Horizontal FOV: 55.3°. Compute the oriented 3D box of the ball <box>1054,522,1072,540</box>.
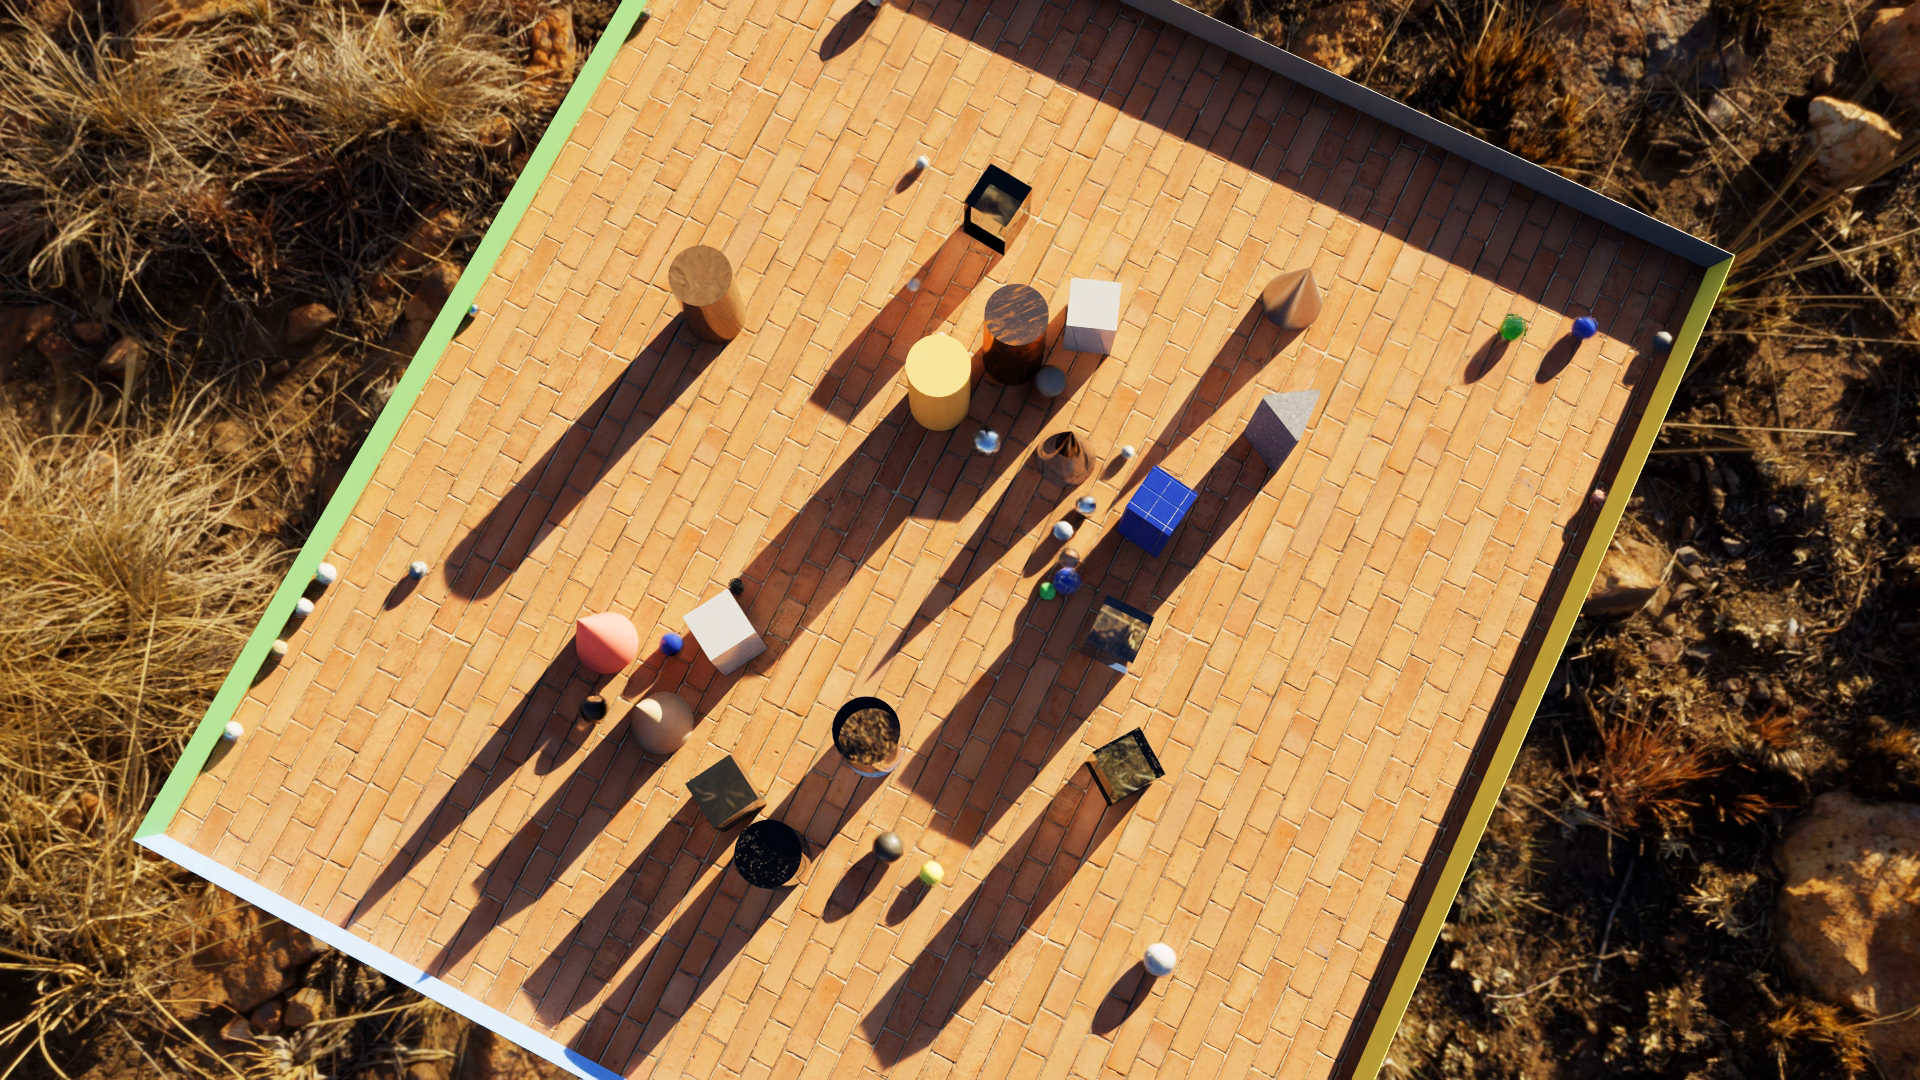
[{"bbox_3d":[0.314,-0.027,5.591,0.060,0.060,0.060,0,78,0],"label":"ball"}]

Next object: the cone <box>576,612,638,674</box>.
[{"bbox_3d":[-1.069,0.266,5.333,0.189,0.446,0.189,0,78,0],"label":"cone"}]

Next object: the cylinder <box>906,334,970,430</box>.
[{"bbox_3d":[-0.063,-0.470,5.520,0.189,0.378,0.189,0,78,0],"label":"cylinder"}]

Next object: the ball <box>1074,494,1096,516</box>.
[{"bbox_3d":[0.384,-0.106,5.605,0.066,0.066,0.066,0,78,0],"label":"ball"}]

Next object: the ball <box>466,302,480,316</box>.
[{"bbox_3d":[-1.526,-0.722,5.743,0.044,0.044,0.044,0,78,0],"label":"ball"}]

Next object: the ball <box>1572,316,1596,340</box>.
[{"bbox_3d":[1.945,-0.659,5.716,0.072,0.072,0.072,0,78,0],"label":"ball"}]

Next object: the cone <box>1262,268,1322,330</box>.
[{"bbox_3d":[1.046,-0.783,5.620,0.189,0.310,0.189,0,78,0],"label":"cone"}]

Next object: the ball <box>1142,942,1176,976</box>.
[{"bbox_3d":[0.577,1.217,5.317,0.094,0.094,0.094,0,78,0],"label":"ball"}]

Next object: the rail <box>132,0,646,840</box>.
[{"bbox_3d":[-1.542,-0.748,5.707,0.045,0.123,3.746,26,80,5],"label":"rail"}]

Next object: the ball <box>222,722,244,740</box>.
[{"bbox_3d":[-2.171,0.570,5.469,0.058,0.058,0.058,0,78,0],"label":"ball"}]

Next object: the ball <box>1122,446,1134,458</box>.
[{"bbox_3d":[0.517,-0.271,5.652,0.040,0.040,0.040,0,78,0],"label":"ball"}]

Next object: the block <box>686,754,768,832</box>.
[{"bbox_3d":[-0.677,0.739,5.334,0.151,0.254,0.151,-33,80,-7],"label":"block"}]

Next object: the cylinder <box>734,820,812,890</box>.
[{"bbox_3d":[-0.533,0.906,5.255,0.189,0.341,0.189,0,78,0],"label":"cylinder"}]

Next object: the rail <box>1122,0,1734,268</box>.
[{"bbox_3d":[0.827,-1.613,5.886,3.495,0.123,0.045,26,80,5],"label":"rail"}]

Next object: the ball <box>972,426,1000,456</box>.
[{"bbox_3d":[0.080,-0.302,5.632,0.091,0.091,0.091,0,78,0],"label":"ball"}]

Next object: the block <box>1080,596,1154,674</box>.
[{"bbox_3d":[0.465,0.283,5.439,0.151,0.233,0.151,25,79,5],"label":"block"}]

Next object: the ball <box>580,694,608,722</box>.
[{"bbox_3d":[-1.093,0.501,5.469,0.086,0.086,0.086,0,78,0],"label":"ball"}]

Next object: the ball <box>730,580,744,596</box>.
[{"bbox_3d":[-0.677,0.145,5.563,0.045,0.045,0.045,0,78,0],"label":"ball"}]

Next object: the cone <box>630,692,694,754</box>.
[{"bbox_3d":[-0.894,0.503,5.279,0.189,0.457,0.189,0,78,0],"label":"cone"}]

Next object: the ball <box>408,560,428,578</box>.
[{"bbox_3d":[-1.648,0.090,5.570,0.054,0.054,0.054,0,78,0],"label":"ball"}]

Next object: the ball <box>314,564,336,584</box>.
[{"bbox_3d":[-1.925,0.102,5.563,0.064,0.064,0.064,0,78,0],"label":"ball"}]

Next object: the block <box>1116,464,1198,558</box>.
[{"bbox_3d":[0.584,-0.081,5.460,0.151,0.340,0.151,35,80,7],"label":"block"}]

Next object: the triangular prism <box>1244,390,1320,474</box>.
[{"bbox_3d":[0.983,-0.351,5.487,0.142,0.396,0.164,-35,80,-7],"label":"triangular prism"}]

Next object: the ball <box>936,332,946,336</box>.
[{"bbox_3d":[-0.062,-0.622,5.718,0.054,0.054,0.054,0,78,0],"label":"ball"}]

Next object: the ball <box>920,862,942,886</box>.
[{"bbox_3d":[-0.083,0.979,5.380,0.067,0.067,0.067,0,78,0],"label":"ball"}]

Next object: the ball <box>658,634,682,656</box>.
[{"bbox_3d":[-0.872,0.315,5.516,0.069,0.069,0.069,0,78,0],"label":"ball"}]

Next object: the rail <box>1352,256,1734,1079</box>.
[{"bbox_3d":[1.542,0.761,5.395,0.045,0.123,3.746,26,80,5],"label":"rail"}]

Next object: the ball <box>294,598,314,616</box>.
[{"bbox_3d":[-1.987,0.204,5.546,0.055,0.055,0.055,0,78,0],"label":"ball"}]

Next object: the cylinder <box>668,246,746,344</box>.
[{"bbox_3d":[-0.766,-0.743,5.584,0.189,0.364,0.189,0,78,0],"label":"cylinder"}]

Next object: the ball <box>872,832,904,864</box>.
[{"bbox_3d":[-0.209,0.903,5.382,0.094,0.094,0.094,0,78,0],"label":"ball"}]

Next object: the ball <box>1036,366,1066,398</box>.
[{"bbox_3d":[0.280,-0.489,5.669,0.095,0.095,0.095,0,78,0],"label":"ball"}]

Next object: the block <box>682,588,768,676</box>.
[{"bbox_3d":[-0.688,0.275,5.391,0.151,0.330,0.151,-33,80,-6],"label":"block"}]

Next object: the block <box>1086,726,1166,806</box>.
[{"bbox_3d":[0.474,0.660,5.307,0.151,0.338,0.151,-28,80,-5],"label":"block"}]

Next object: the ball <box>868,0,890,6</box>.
[{"bbox_3d":[-0.264,-1.777,5.936,0.094,0.094,0.094,0,78,0],"label":"ball"}]

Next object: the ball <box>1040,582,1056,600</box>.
[{"bbox_3d":[0.267,0.155,5.558,0.052,0.052,0.052,0,78,0],"label":"ball"}]

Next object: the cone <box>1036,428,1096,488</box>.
[{"bbox_3d":[0.327,-0.287,5.514,0.189,0.317,0.189,0,78,0],"label":"cone"}]

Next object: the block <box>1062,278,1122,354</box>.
[{"bbox_3d":[0.403,-0.686,5.636,0.151,0.240,0.151,6,78,1],"label":"block"}]

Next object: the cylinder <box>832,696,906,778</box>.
[{"bbox_3d":[-0.258,0.570,5.269,0.189,0.450,0.189,0,78,0],"label":"cylinder"}]

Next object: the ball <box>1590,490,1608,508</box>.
[{"bbox_3d":[1.959,-0.124,5.614,0.056,0.056,0.056,0,78,0],"label":"ball"}]

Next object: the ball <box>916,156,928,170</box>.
[{"bbox_3d":[-0.122,-1.202,5.844,0.042,0.042,0.042,0,78,0],"label":"ball"}]

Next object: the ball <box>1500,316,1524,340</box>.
[{"bbox_3d":[1.722,-0.660,5.715,0.074,0.074,0.074,0,78,0],"label":"ball"}]

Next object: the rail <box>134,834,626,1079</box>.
[{"bbox_3d":[-0.827,1.626,5.216,3.495,0.123,0.045,26,80,5],"label":"rail"}]

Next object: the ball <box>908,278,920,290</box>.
[{"bbox_3d":[-0.144,-0.805,5.762,0.042,0.042,0.042,0,78,0],"label":"ball"}]

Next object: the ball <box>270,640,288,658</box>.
[{"bbox_3d":[-2.052,0.329,5.521,0.054,0.054,0.054,0,78,0],"label":"ball"}]

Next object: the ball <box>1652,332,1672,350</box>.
[{"bbox_3d":[2.190,-0.620,5.714,0.060,0.060,0.060,0,78,0],"label":"ball"}]

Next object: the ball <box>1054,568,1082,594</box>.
[{"bbox_3d":[0.326,0.124,5.548,0.083,0.083,0.083,0,78,0],"label":"ball"}]

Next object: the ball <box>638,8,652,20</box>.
[{"bbox_3d":[-1.022,-1.707,5.948,0.042,0.042,0.042,0,78,0],"label":"ball"}]

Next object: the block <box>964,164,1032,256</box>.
[{"bbox_3d":[0.117,-1.026,5.702,0.151,0.247,0.151,32,80,6],"label":"block"}]

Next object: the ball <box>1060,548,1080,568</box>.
[{"bbox_3d":[0.334,0.055,5.573,0.063,0.063,0.063,0,78,0],"label":"ball"}]

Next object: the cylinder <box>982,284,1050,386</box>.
[{"bbox_3d":[0.165,-0.616,5.536,0.189,0.408,0.189,0,78,0],"label":"cylinder"}]
